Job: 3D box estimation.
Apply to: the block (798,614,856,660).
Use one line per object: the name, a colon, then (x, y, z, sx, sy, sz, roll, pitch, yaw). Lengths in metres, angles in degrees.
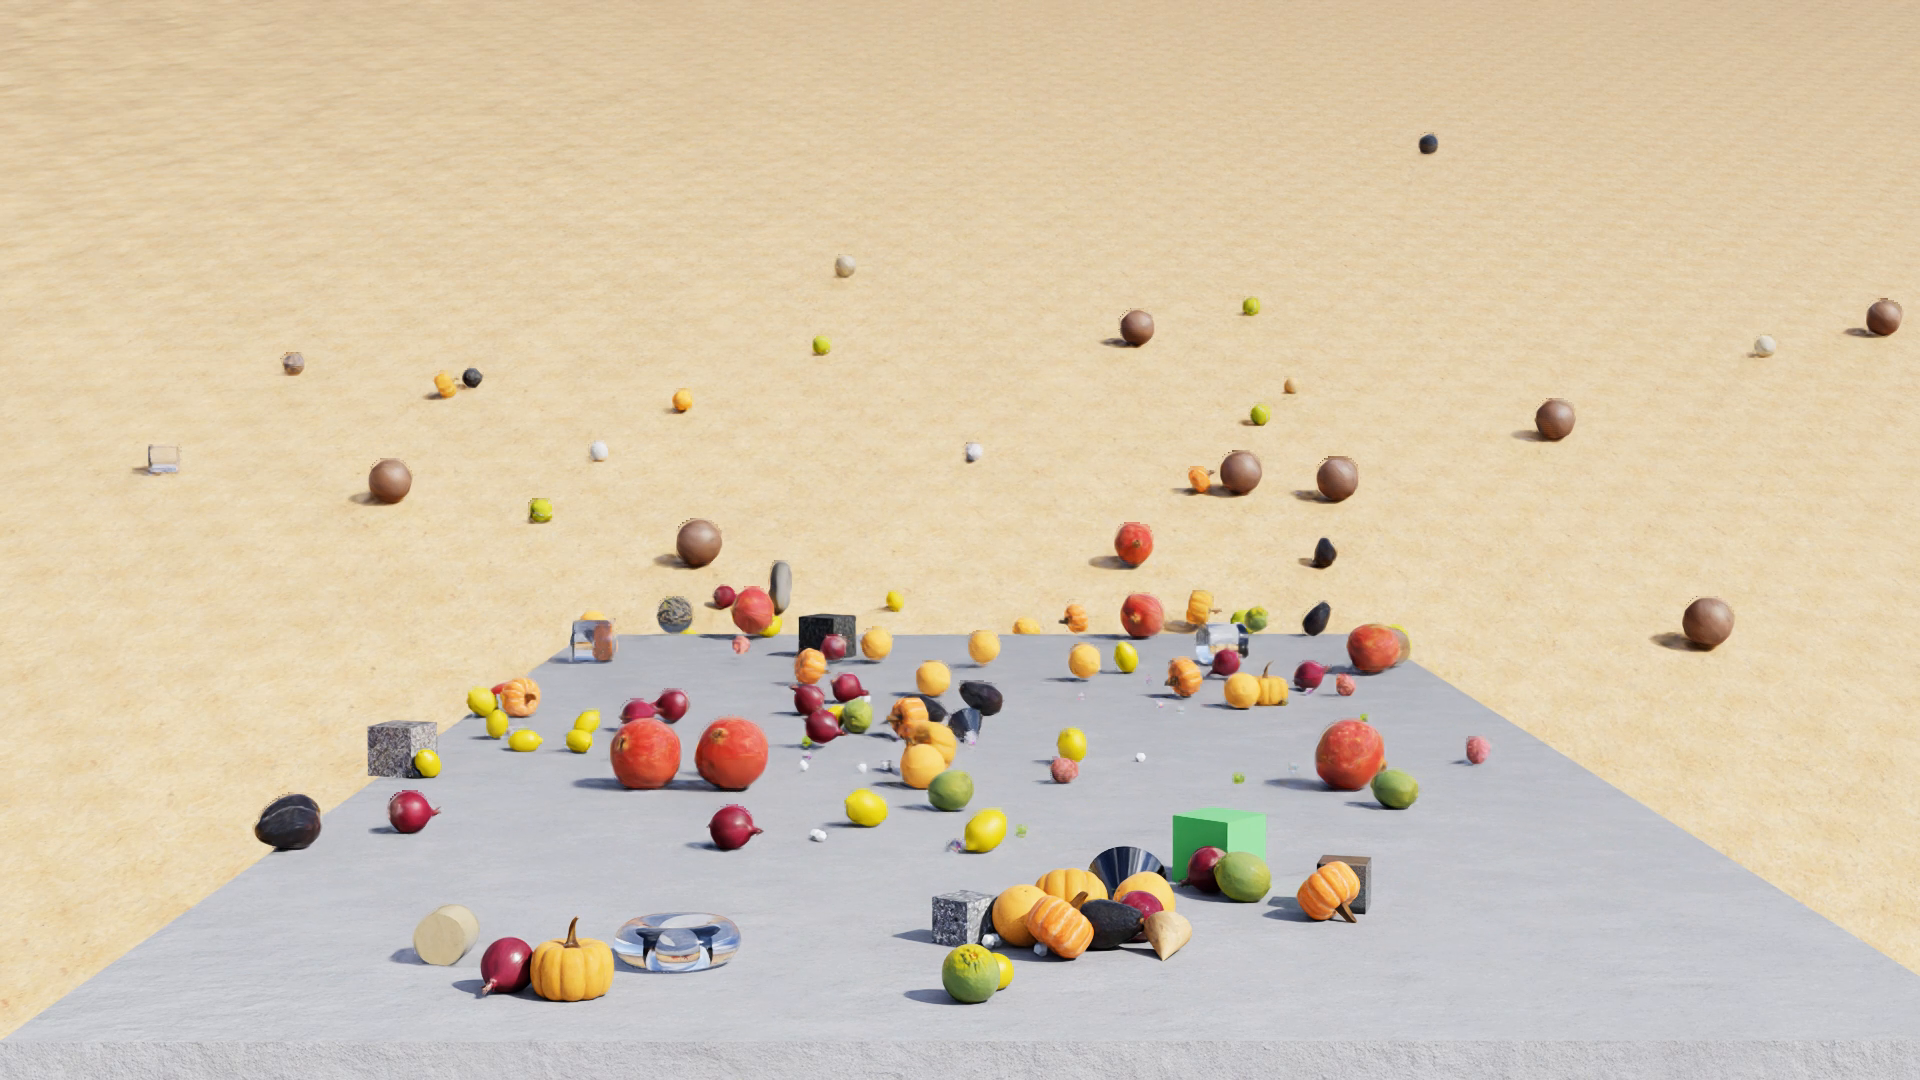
block: (-0.310, 0.226, 6.001, 0.097, 0.097, 0.097, 2, 4, 30)

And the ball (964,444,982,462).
ball: (0.043, -0.279, 8.174, 0.057, 0.057, 0.057, 0, 20, 0)

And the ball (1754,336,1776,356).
ball: (2.928, -0.703, 9.330, 0.076, 0.076, 0.076, 0, 20, 0)

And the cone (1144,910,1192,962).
cone: (0.232, 0.459, 2.905, 0.056, 0.056, 0.056, 3, 31, 9)

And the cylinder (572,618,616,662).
cylinder: (-0.841, 0.231, 5.893, 0.093, 0.093, 0.093, 6, 19, -10)

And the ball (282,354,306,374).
ball: (-2.363, -0.625, 9.109, 0.077, 0.077, 0.077, 0, 20, 0)

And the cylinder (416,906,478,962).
cylinder: (-0.577, 0.444, 2.886, 0.059, 0.059, 0.059, 0, -5, -1)

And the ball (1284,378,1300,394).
ball: (1.152, -0.536, 8.893, 0.056, 0.056, 0.056, 0, 20, 0)

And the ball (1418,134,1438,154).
ball: (2.347, -1.981, 12.855, 0.099, 0.099, 0.099, 0, 20, 0)

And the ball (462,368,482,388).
ball: (-1.703, -0.566, 8.959, 0.068, 0.068, 0.068, 0, 20, 0)

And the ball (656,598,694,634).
ball: (-0.726, 0.193, 6.544, 0.093, 0.093, 0.093, 0, 20, 0)

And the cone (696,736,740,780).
cone: (-0.407, 0.372, 4.208, 0.072, 0.072, 0.072, 4, 31, 11)

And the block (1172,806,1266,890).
block: (0.337, 0.400, 3.341, 0.087, 0.087, 0.087, 3, 5, 41)

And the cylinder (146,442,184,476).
cylinder: (-2.500, -0.254, 8.064, 0.085, 0.085, 0.085, -25, 25, -9)

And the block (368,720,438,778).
block: (-0.922, 0.345, 4.245, 0.082, 0.082, 0.082, 1, 4, 19)

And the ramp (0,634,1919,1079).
ramp: (0.046, 0.418, 4.535, 2.000, 0.100, 4.000, 0, 4, 0)

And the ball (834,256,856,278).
ball: (-0.466, -1.115, 10.457, 0.090, 0.090, 0.090, 0, 20, 0)

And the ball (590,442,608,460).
ball: (-1.149, -0.282, 8.179, 0.059, 0.059, 0.059, 0, 20, 0)

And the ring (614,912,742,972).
ring: (-0.317, 0.450, 2.879, 0.143, 0.048, 0.143, -1, 2, 0)

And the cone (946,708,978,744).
cone: (0.019, 0.348, 4.606, 0.067, 0.067, 0.067, -11, 50, -28)

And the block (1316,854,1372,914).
block: (0.474, 0.425, 3.165, 0.060, 0.060, 0.060, 1, 4, 16)

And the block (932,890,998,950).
block: (0.006, 0.440, 2.978, 0.054, 0.054, 0.054, 3, 5, 41)
